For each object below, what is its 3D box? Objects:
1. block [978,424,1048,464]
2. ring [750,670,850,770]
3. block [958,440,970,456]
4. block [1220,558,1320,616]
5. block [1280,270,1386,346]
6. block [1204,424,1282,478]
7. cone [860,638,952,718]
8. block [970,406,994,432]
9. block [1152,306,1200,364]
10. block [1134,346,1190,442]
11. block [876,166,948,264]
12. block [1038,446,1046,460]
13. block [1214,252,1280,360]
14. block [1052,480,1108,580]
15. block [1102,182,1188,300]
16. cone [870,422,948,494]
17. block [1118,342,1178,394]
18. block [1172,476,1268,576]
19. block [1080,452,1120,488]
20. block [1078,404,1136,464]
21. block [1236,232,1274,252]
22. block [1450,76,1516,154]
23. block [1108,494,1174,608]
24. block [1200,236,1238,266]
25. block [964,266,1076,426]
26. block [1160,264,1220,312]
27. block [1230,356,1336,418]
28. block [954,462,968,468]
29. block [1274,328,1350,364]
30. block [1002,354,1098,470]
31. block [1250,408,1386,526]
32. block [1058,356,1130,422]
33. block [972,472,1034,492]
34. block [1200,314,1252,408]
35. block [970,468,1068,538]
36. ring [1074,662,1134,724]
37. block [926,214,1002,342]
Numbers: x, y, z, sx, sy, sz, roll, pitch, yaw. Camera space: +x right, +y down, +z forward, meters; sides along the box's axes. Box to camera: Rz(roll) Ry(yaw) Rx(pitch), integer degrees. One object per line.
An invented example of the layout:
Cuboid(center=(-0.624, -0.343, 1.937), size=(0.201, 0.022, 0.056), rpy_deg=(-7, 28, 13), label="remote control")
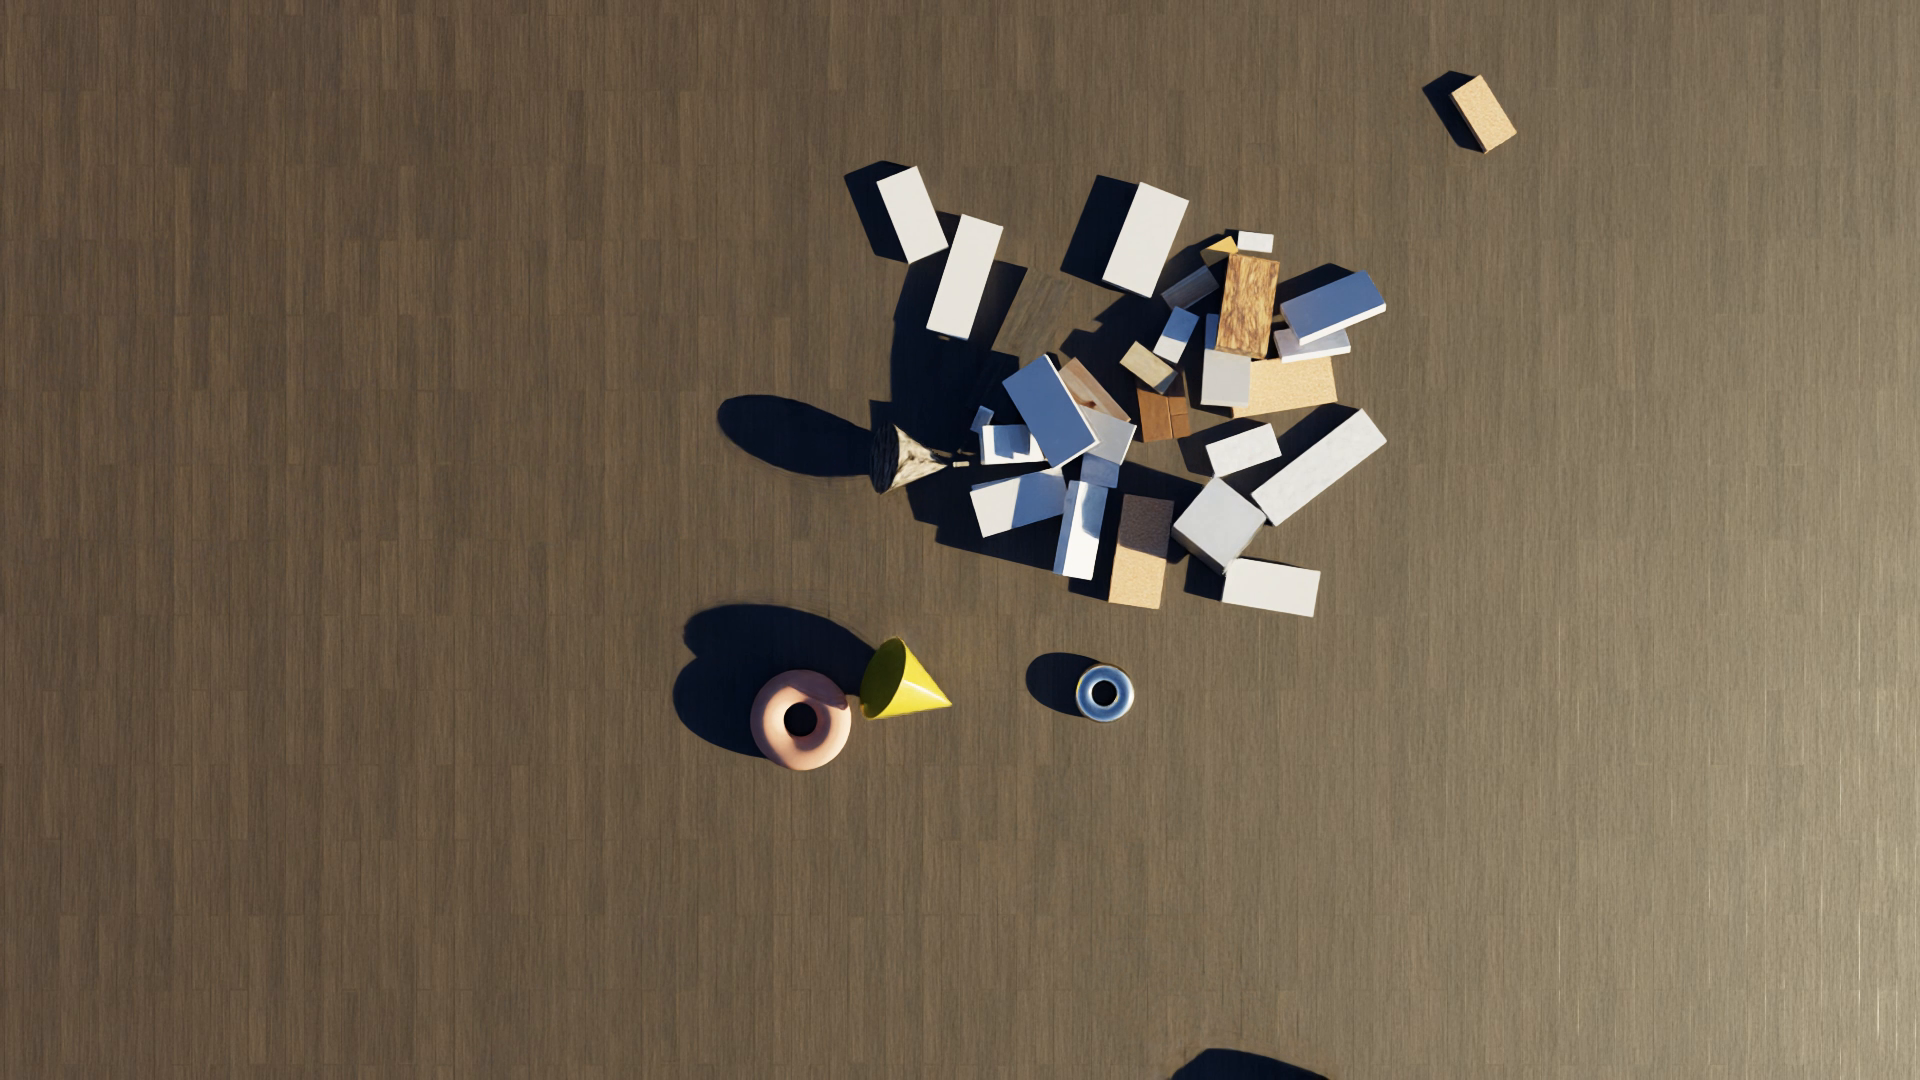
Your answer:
Cuboid(center=(0.186, -0.317, 5.435), size=(0.248, 0.035, 0.124), rpy_deg=(-4, 90, -23), label="block")
Cuboid(center=(-0.527, 0.593, 5.445), size=(0.334, 0.111, 0.334), rpy_deg=(0, 89, 1), label="ring")
Cuboid(center=(0.010, -0.306, 5.449), size=(0.014, 0.102, 0.051), rpy_deg=(33, 90, 0), label="block")
Cuboid(center=(1.030, 0.155, 5.478), size=(0.304, 0.043, 0.152), rpy_deg=(9, 90, 0), label="block")
Cuboid(center=(1.230, -0.768, 5.445), size=(0.304, 0.043, 0.152), rpy_deg=(-22, 62, 0), label="block")
Cuboid(center=(0.940, -0.296, 5.484), size=(0.228, 0.032, 0.114), rpy_deg=(-19, 90, 0), label="block")
Cuboid(center=(-0.139, 0.499, 5.438), size=(0.279, 0.279, 0.279), rpy_deg=(24, 90, -27), label="cone")
Cuboid(center=(0.073, -0.395, 5.459), size=(0.051, 0.014, 0.102), rpy_deg=(25, 134, 0), label="block")
Cuboid(center=(0.713, -0.675, 5.447), size=(0.088, 0.025, 0.176), rpy_deg=(26, 83, 5), label="block")
Cuboid(center=(0.666, -0.488, 5.478), size=(0.155, 0.044, 0.310), rpy_deg=(-7, 90, 0), label="block")
Cuboid(center=(-0.157, -1.080, 5.480), size=(0.142, 0.040, 0.284), rpy_deg=(-22, 90, 0), label="block")
Cuboid(center=(0.288, -0.420, 5.395), size=(0.142, 0.040, 0.284), rpy_deg=(-25, 82, 15), label="block")
Cuboid(center=(0.944, -0.771, 5.432), size=(0.167, 0.047, 0.334), rpy_deg=(11, 74, 0), label="block")
Cuboid(center=(0.397, -0.032, 5.428), size=(0.044, 0.155, 0.310), rpy_deg=(10, 90, 42), label="block")
Cuboid(center=(0.613, -0.992, 5.476), size=(0.172, 0.049, 0.344), rpy_deg=(22, 90, 0), label="block")
Cuboid(center=(-0.143, -0.258, 5.447), size=(0.237, 0.237, 0.237), rpy_deg=(6, 90, -27), label="cone")
Cuboid(center=(0.623, -0.567, 5.444), size=(0.176, 0.025, 0.088), rpy_deg=(37, 90, 0), label="block")
Cuboid(center=(0.842, -0.044, 5.370), size=(0.213, 0.213, 0.213), rpy_deg=(40, 87, 11), label="block")
Cuboid(center=(0.474, -0.303, 5.482), size=(0.124, 0.035, 0.248), rpy_deg=(7, 90, 0), label="block")
Cuboid(center=(0.425, -0.358, 5.404), size=(0.274, 0.039, 0.137), rpy_deg=(22, 95, 12), label="block")
Cuboid(center=(0.982, -0.992, 5.492), size=(0.115, 0.016, 0.058), rpy_deg=(7, 90, 0), label="block")
Cuboid(center=(1.738, -1.416, 5.484), size=(0.114, 0.032, 0.228), rpy_deg=(-32, 90, 0), label="block")
Cuboid(center=(0.601, 0.038, 5.476), size=(0.167, 0.047, 0.362), rpy_deg=(8, 90, 0), label="block")
Cuboid(center=(0.862, -0.960, 5.492), size=(0.115, 0.016, 0.058), rpy_deg=(-27, 90, 0), label="block")
Cuboid(center=(0.200, -0.639, 5.476), size=(0.172, 0.049, 0.511), rpy_deg=(25, 90, 0), label="block")
Cuboid(center=(0.765, -0.830, 5.488), size=(0.176, 0.025, 0.088), rpy_deg=(-33, 90, 0), label="block")
Cuboid(center=(1.063, -0.517, 5.476), size=(0.344, 0.049, 0.172), rpy_deg=(-9, 90, 0), label="block")
Cuboid(center=(0.003, -0.249, 5.449), size=(0.051, 0.102, 0.014), rpy_deg=(-3, 90, 0), label="block")
Cuboid(center=(1.163, -0.656, 5.455), size=(0.228, 0.032, 0.114), rpy_deg=(-9, 56, 0), label="block")
Cuboid(center=(0.293, -0.415, 5.347), size=(0.167, 0.047, 0.334), rpy_deg=(-32, 80, 14), label="block")
Cuboid(center=(1.188, -0.240, 5.481), size=(0.465, 0.039, 0.137), rpy_deg=(-37, 90, 0), label="block")
Cuboid(center=(0.421, -0.457, 5.447), size=(0.137, 0.039, 0.274), rpy_deg=(-42, 82, 7), label="block")
Cuboid(center=(0.172, -0.145, 5.482), size=(0.248, 0.035, 0.124), rpy_deg=(-12, 90, 0), label="block")
Cuboid(center=(0.880, -0.592, 5.433), size=(0.152, 0.043, 0.304), rpy_deg=(5, 74, 4), label="block")
Cuboid(center=(0.203, -0.127, 5.443), size=(0.310, 0.044, 0.155), rpy_deg=(-16, 90, 0), label="block")
Cuboid(center=(0.478, 0.508, 5.467), size=(0.203, 0.068, 0.203), rpy_deg=(0, 90, 1), label="ring")
Cuboid(center=(0.015, -0.869, 5.480), size=(0.142, 0.040, 0.395), rpy_deg=(18, 90, 0), label="block")
